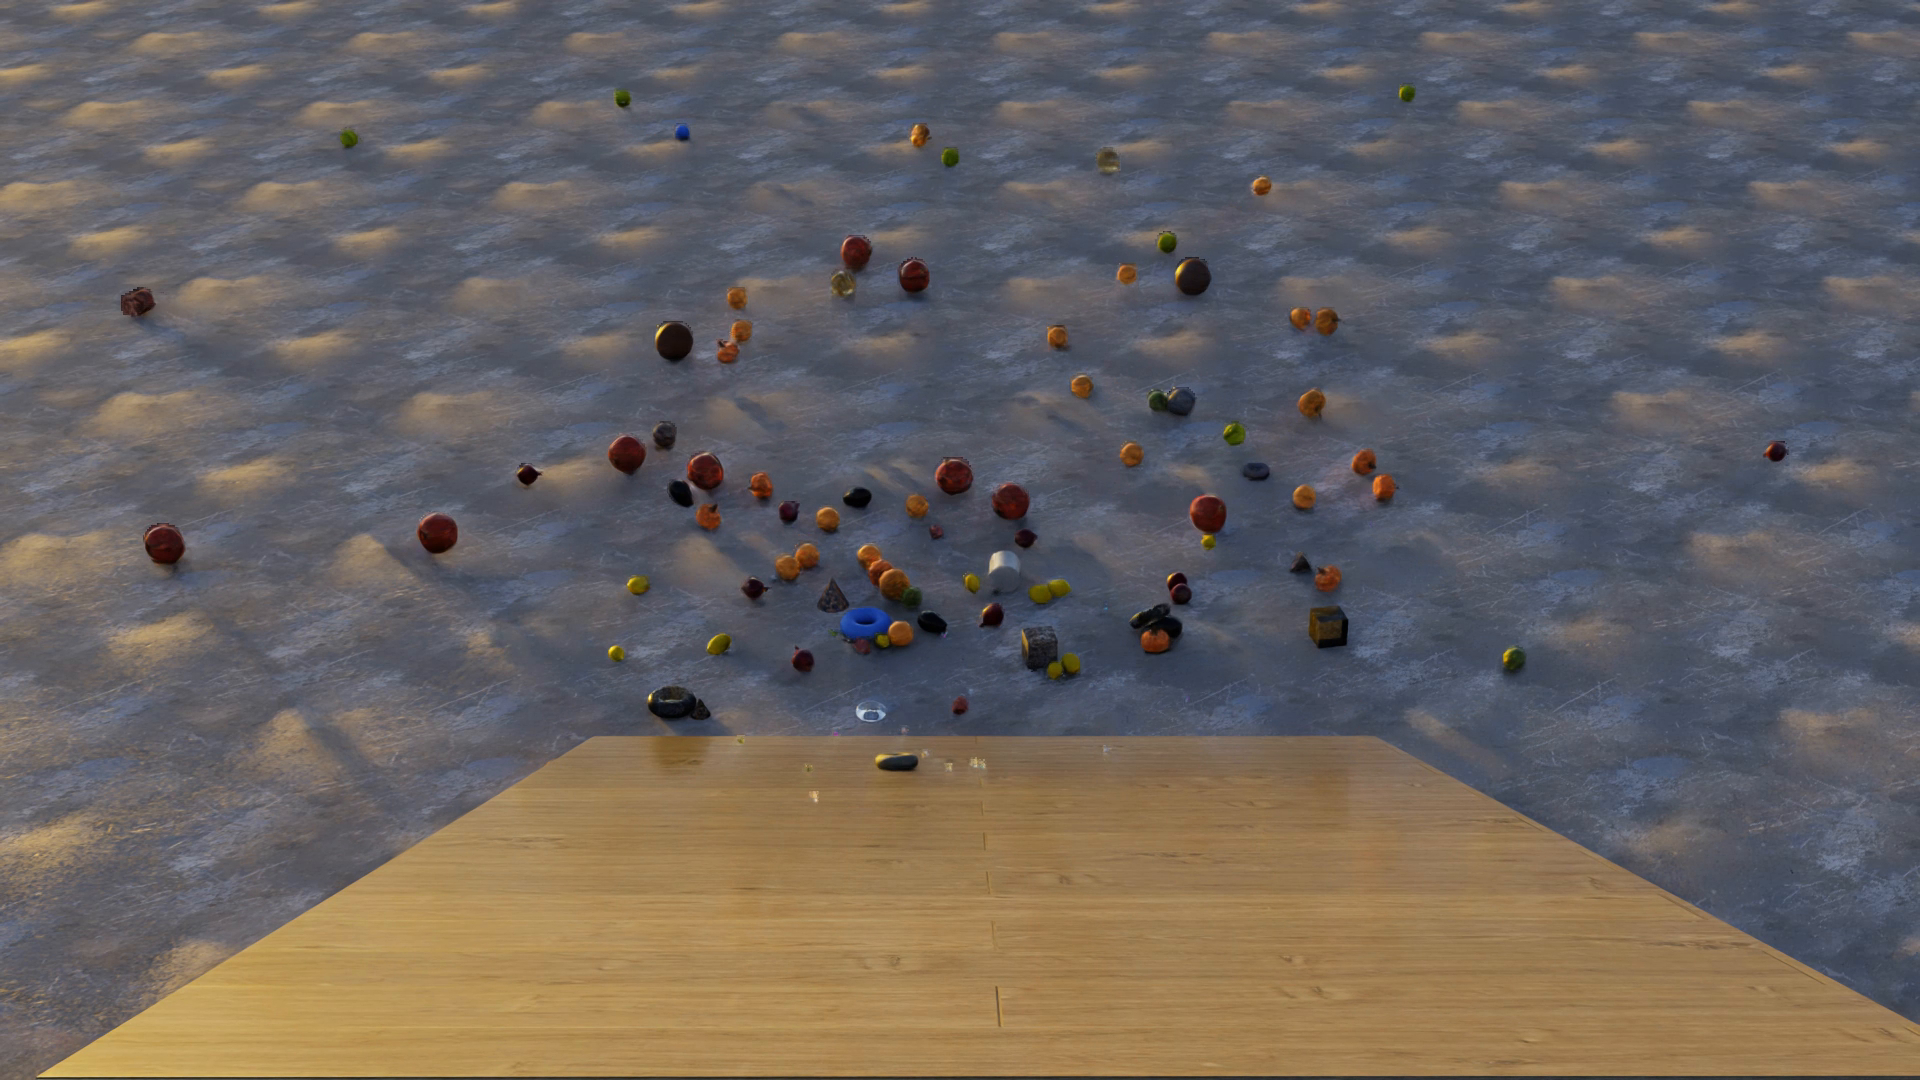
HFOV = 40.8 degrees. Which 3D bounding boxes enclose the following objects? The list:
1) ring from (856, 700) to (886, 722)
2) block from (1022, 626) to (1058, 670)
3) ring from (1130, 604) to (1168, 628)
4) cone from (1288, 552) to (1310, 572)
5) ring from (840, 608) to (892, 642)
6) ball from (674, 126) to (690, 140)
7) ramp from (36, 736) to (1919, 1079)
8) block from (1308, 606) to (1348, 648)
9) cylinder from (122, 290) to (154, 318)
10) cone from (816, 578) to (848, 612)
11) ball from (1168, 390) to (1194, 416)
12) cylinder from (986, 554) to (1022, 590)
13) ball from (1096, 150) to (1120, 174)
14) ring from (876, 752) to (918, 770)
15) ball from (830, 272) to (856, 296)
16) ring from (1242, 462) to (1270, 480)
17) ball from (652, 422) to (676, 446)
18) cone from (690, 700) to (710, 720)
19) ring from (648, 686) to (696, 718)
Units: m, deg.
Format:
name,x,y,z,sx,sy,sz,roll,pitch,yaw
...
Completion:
name,x,y,z,sx,sy,sz,roll,pitch,yaw
ring,-0.236,0.454,6.860,0.083,0.028,0.083,1,28,-1
block,0.219,0.296,7.097,0.082,0.082,0.082,-5,29,-9
ring,0.531,0.213,7.242,0.118,0.039,0.118,-25,-4,-2
cone,0.986,0.077,7.562,0.058,0.058,0.058,-31,33,-1
ring,-0.264,0.237,7.243,0.145,0.048,0.145,-1,29,0
ball,-1.166,-1.709,10.840,0.062,0.062,0.062,0,28,0
ramp,0.064,0.572,4.614,2.000,0.100,4.000,0,1,0
block,1.026,0.242,7.196,0.082,0.082,0.082,-6,29,-11
cylinder,-2.929,-0.845,9.214,0.077,0.077,0.077,17,35,29
cone,-0.363,0.145,7.367,0.092,0.092,0.092,0,28,0
ball,0.726,-0.451,8.477,0.088,0.088,0.088,0,28,0
cylinder,0.128,0.092,7.466,0.090,0.090,0.090,6,12,10
ball,0.602,-1.533,10.476,0.096,0.096,0.096,0,28,0
ring,-0.142,0.495,5.782,0.097,0.032,0.097,-1,1,0
ball,-0.421,-0.927,9.354,0.093,0.093,0.093,0,28,0
ring,0.929,-0.216,8.104,0.086,0.029,0.086,0,28,0
ball,-0.947,-0.336,8.276,0.077,0.077,0.077,0,28,0
cone,-0.689,0.441,6.857,0.053,0.053,0.053,0,28,0
ring,-0.768,0.432,6.885,0.131,0.044,0.131,1,27,-1
